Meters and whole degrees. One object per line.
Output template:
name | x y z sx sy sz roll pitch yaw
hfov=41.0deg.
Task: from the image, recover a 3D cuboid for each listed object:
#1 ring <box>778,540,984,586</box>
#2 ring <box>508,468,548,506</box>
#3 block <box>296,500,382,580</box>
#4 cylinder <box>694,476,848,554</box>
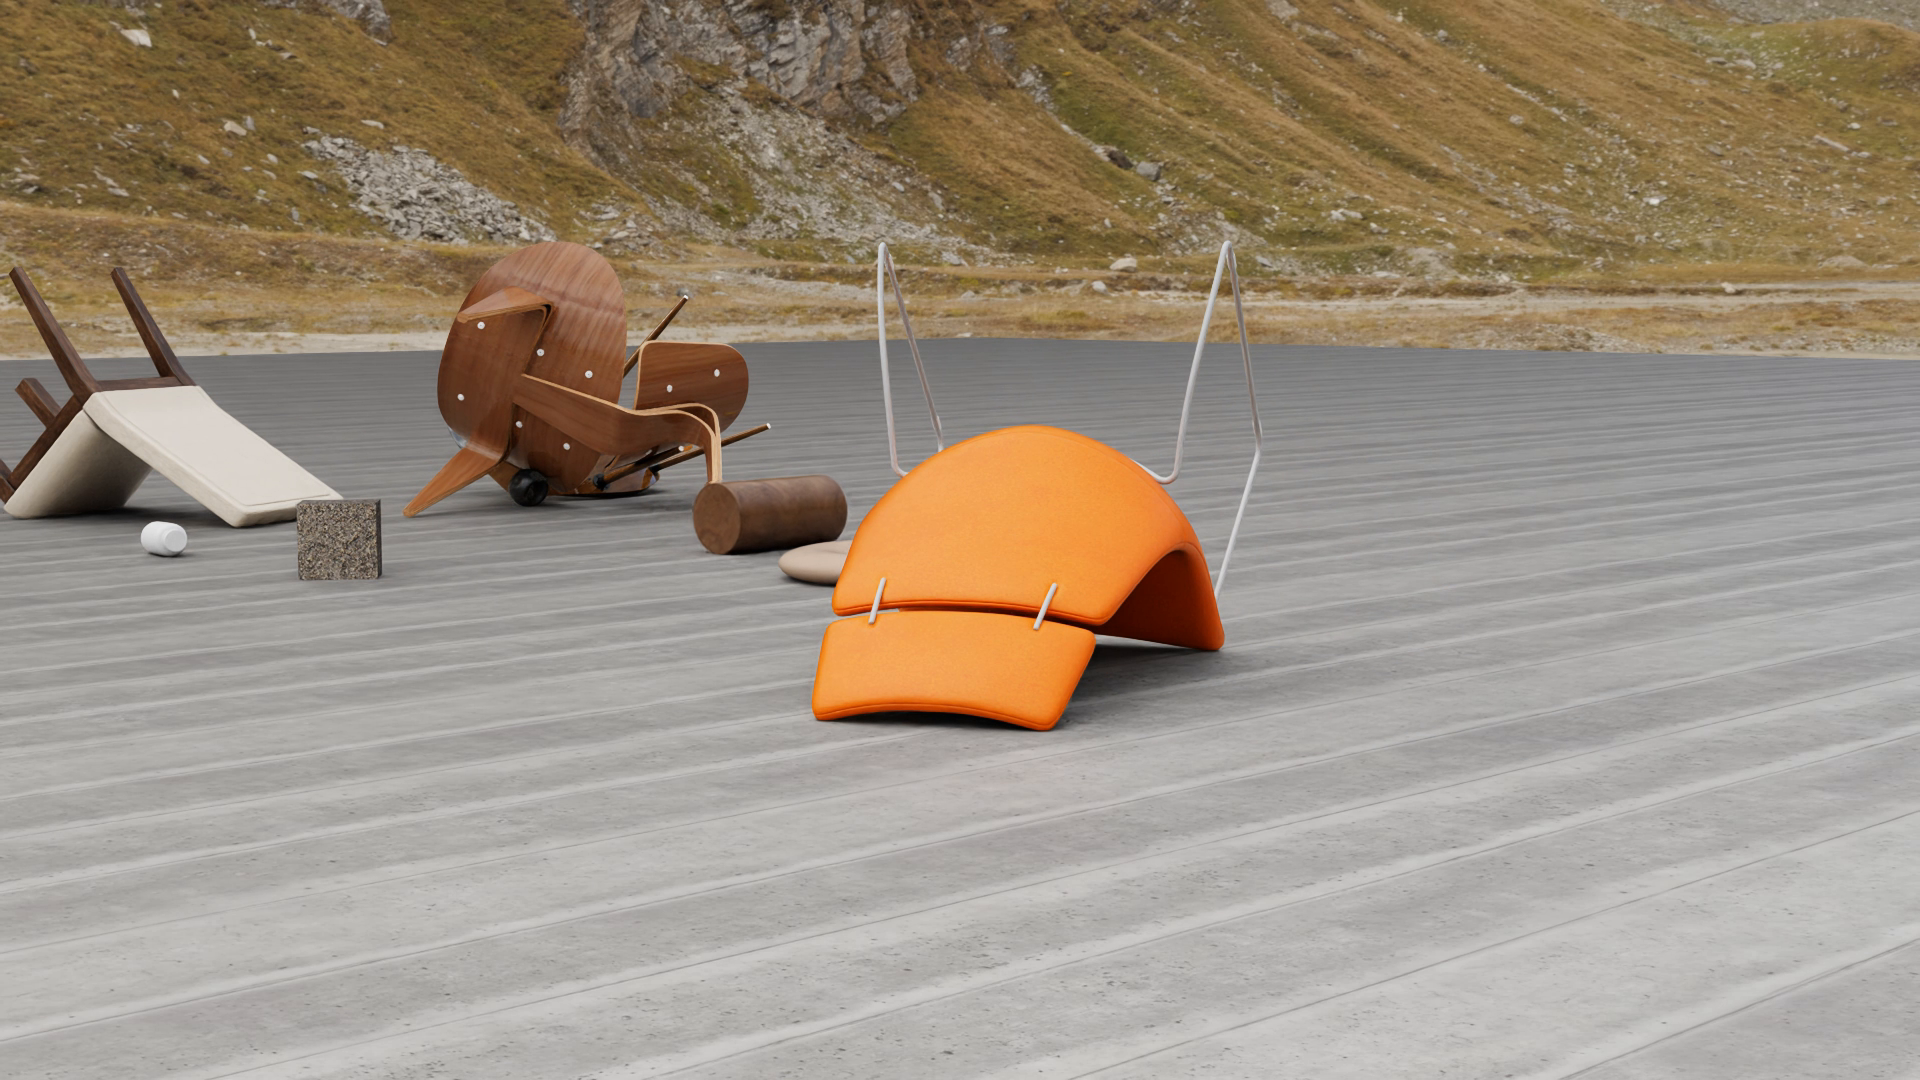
ring | -0.173 0.048 5.627 0.436 0.066 0.466 5 8 39
ring | -1.238 -0.150 7.360 0.082 0.111 0.102 26 -21 42
block | -1.358 -0.002 5.618 0.168 0.166 0.101 -1 6 -7
cylinder | -0.457 -0.063 6.204 0.352 0.170 0.167 -6 -32 -47
